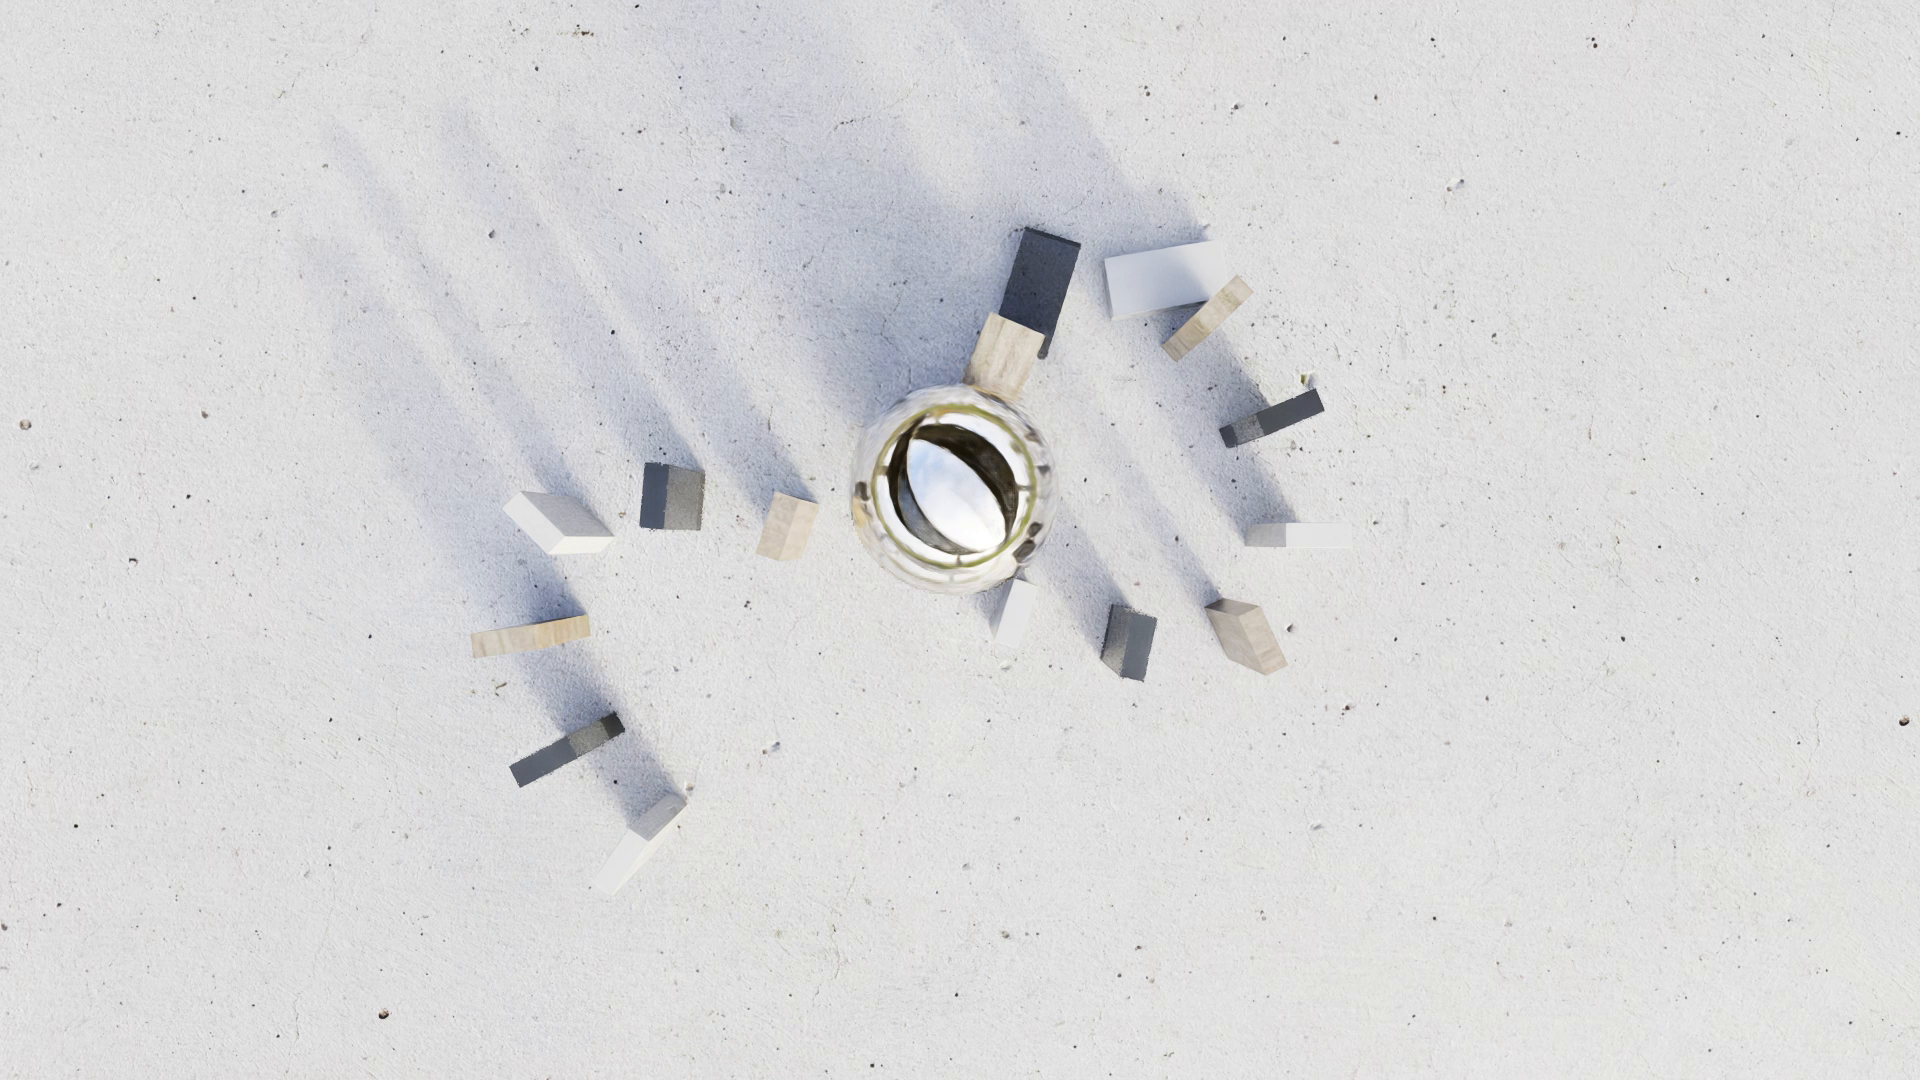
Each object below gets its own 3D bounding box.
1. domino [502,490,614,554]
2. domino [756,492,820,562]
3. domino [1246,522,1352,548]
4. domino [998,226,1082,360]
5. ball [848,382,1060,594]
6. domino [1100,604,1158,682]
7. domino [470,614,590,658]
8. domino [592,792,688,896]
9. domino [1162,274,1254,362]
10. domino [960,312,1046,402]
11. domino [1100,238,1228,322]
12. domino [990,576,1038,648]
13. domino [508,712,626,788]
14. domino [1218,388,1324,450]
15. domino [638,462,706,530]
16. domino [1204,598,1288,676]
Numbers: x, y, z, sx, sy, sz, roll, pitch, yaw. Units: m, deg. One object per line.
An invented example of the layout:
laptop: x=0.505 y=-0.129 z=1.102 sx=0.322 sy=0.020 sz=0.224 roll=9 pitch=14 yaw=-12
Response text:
domino: x=-0.163 y=-0.007 z=0.375 sx=0.009 sy=0.050 sz=0.025 roll=-45 pitch=90 yaw=0
domino: x=-0.070 y=-0.005 z=0.375 sx=0.010 sy=0.050 sz=0.025 roll=18 pitch=90 yaw=0
domino: x=0.137 y=-0.002 z=0.375 sx=0.025 sy=0.050 sz=0.010 roll=0 pitch=90 yaw=0
domino: x=0.033 y=-0.106 z=0.395 sx=0.025 sy=0.009 sz=0.050 roll=17 pitch=90 yaw=0
ball: x=-0.002 y=-0.019 z=0.351 sx=0.080 sy=0.080 sz=0.080 roll=0 pitch=90 yaw=0
domino: x=0.068 y=0.041 z=0.375 sx=0.010 sy=0.050 sz=0.025 roll=12 pitch=90 yaw=0
domino: x=-0.174 y=0.039 z=0.375 sx=0.025 sy=0.050 sz=0.009 roll=-8 pitch=90 yaw=0
domino: x=-0.130 y=0.123 z=0.375 sx=0.010 sy=0.050 sz=0.025 roll=34 pitch=90 yaw=0
domino: x=0.100 y=-0.089 z=0.375 sx=0.025 sy=0.050 sz=0.010 roll=-44 pitch=90 yaw=0
domino: x=0.015 y=-0.068 z=0.389 sx=0.025 sy=0.010 sz=0.050 roll=23 pitch=104 yaw=0
domino: x=0.088 y=-0.112 z=0.395 sx=0.050 sy=0.010 sz=0.025 roll=-10 pitch=90 yaw=0
domino: x=0.021 y=0.028 z=0.375 sx=0.009 sy=0.050 sz=0.025 roll=18 pitch=90 yaw=0
domino: x=-0.159 y=0.085 z=0.375 sx=0.025 sy=0.050 sz=0.009 roll=-28 pitch=90 yaw=0
domino: x=0.126 y=-0.049 z=0.375 sx=0.025 sy=0.050 sz=0.010 roll=-23 pitch=90 yaw=0
domino: x=-0.117 y=-0.017 z=0.375 sx=0.010 sy=0.050 sz=0.025 roll=5 pitch=90 yaw=0
domino: x=0.116 y=0.039 z=0.375 sx=0.010 sy=0.050 sz=0.025 roll=-25 pitch=90 yaw=0
